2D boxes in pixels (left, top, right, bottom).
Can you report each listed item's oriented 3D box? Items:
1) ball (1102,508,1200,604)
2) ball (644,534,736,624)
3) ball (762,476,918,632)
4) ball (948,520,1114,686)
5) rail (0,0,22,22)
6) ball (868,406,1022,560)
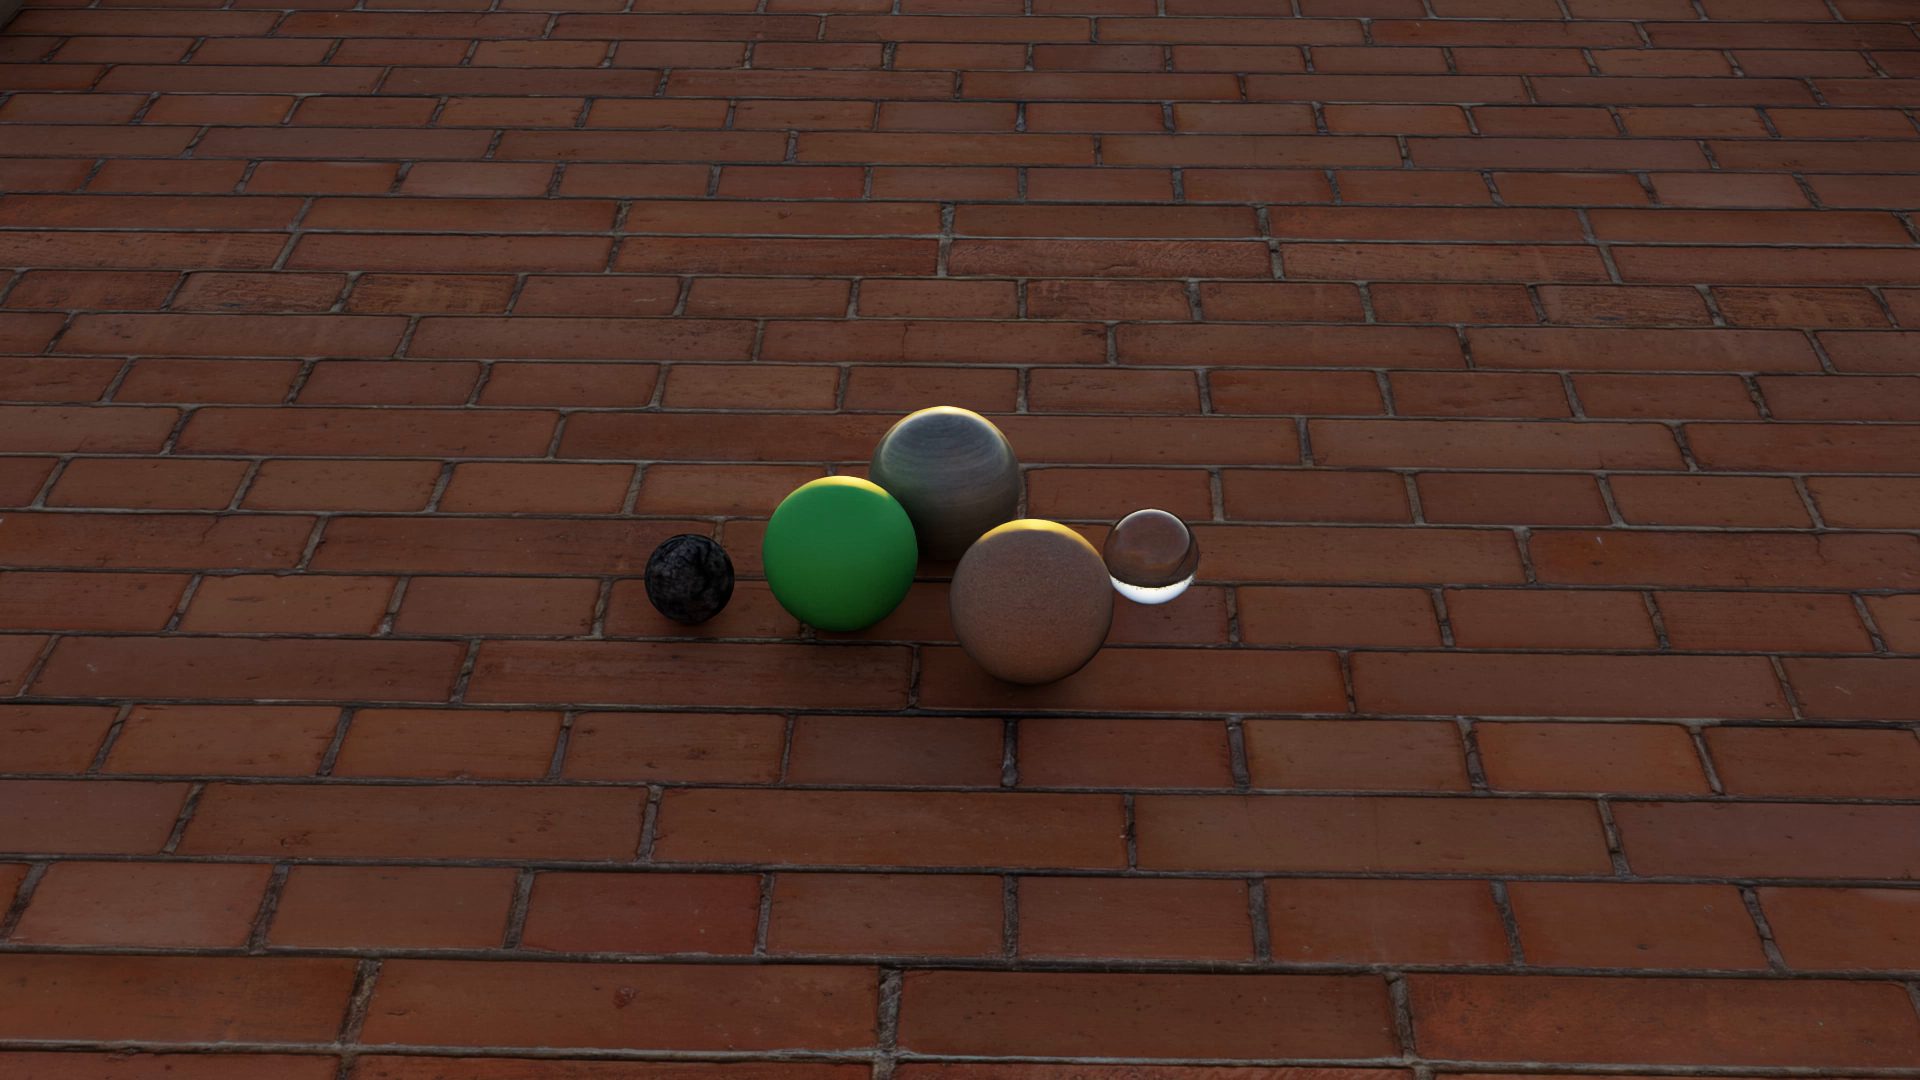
[{"bbox_3d":[0.113,0.010,1.748,0.057,0.057,0.057,0,28,0],"label":"ball"},{"bbox_3d":[-0.159,0.023,1.728,0.053,0.053,0.053,0,28,0],"label":"ball"},{"bbox_3d":[-0.070,0.008,1.715,0.091,0.091,0.091,0,28,0],"label":"ball"},{"bbox_3d":[0.040,0.035,1.662,0.094,0.094,0.094,0,28,0],"label":"ball"},{"bbox_3d":[-0.865,-0.435,2.503,0.045,0.122,3.414,1,28,1],"label":"rail"},{"bbox_3d":[-0.010,-0.034,1.791,0.094,0.094,0.094,0,28,0],"label":"ball"}]
